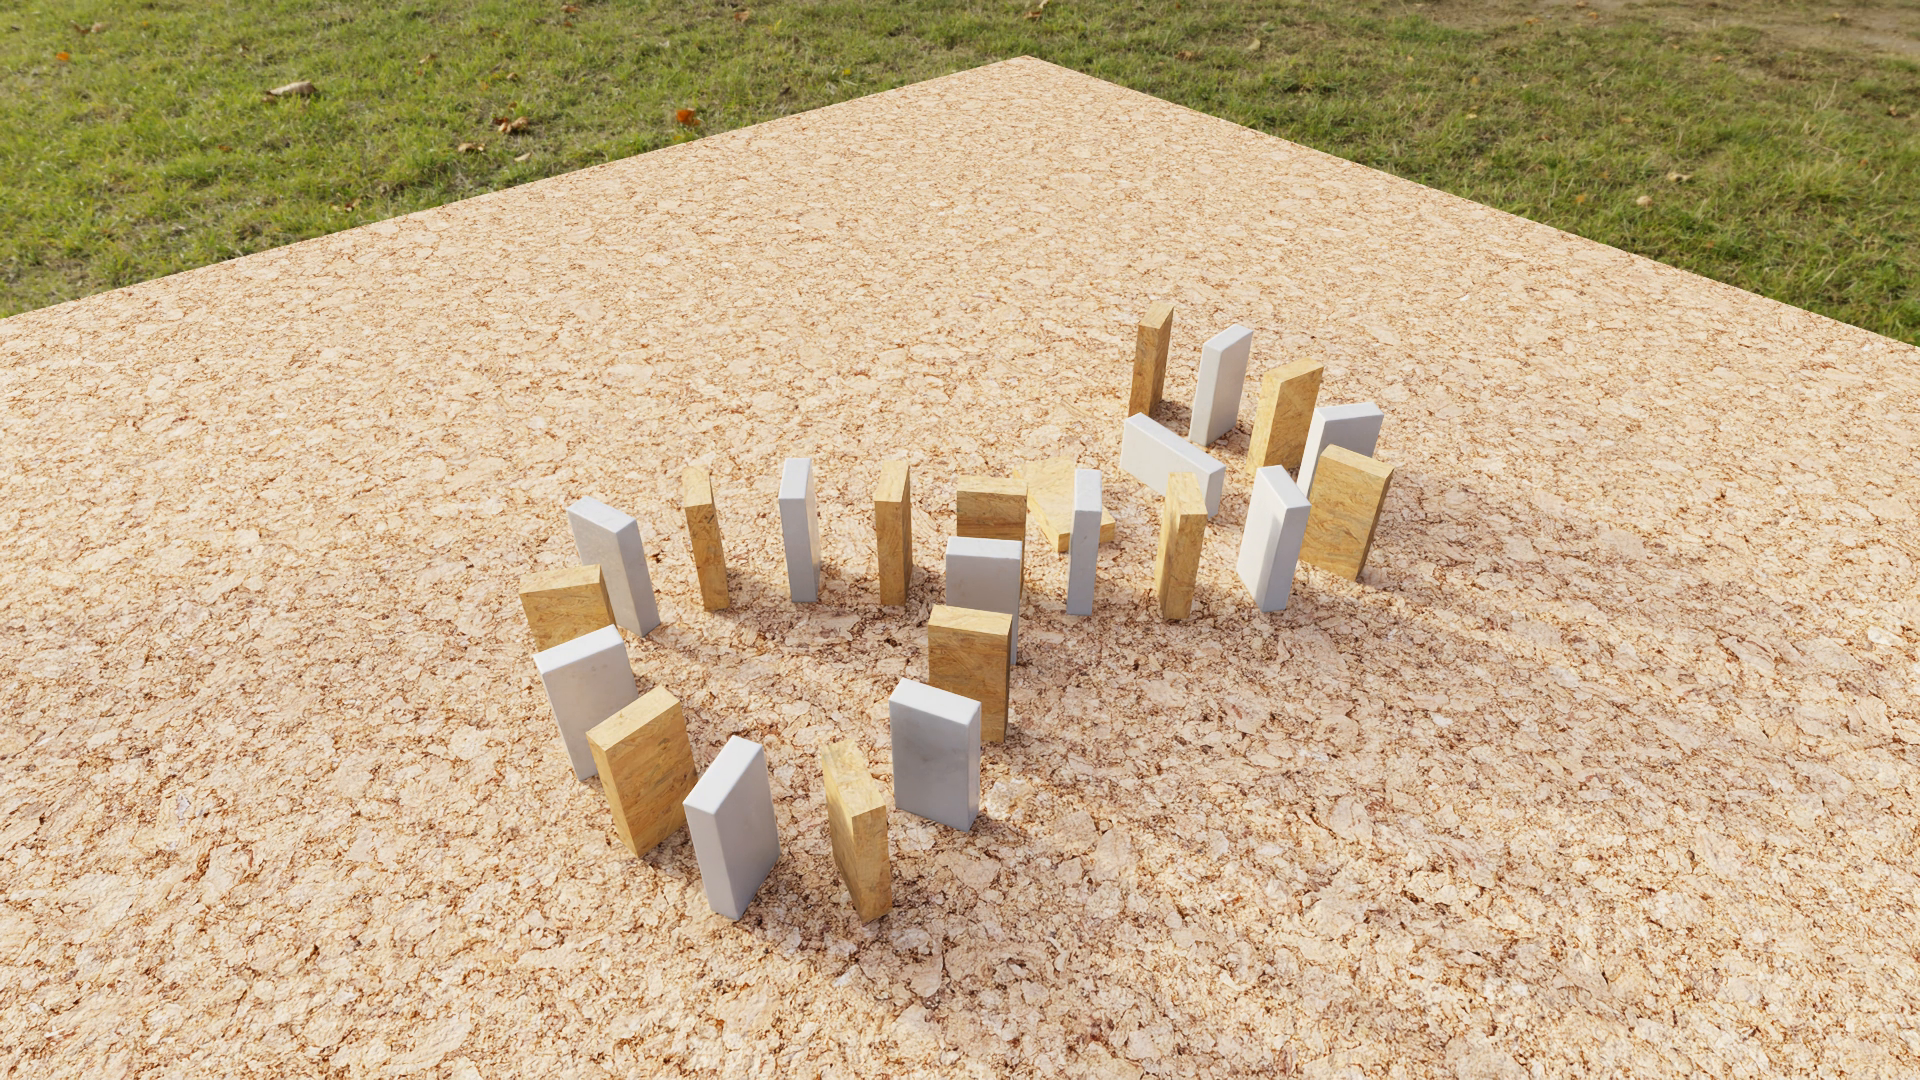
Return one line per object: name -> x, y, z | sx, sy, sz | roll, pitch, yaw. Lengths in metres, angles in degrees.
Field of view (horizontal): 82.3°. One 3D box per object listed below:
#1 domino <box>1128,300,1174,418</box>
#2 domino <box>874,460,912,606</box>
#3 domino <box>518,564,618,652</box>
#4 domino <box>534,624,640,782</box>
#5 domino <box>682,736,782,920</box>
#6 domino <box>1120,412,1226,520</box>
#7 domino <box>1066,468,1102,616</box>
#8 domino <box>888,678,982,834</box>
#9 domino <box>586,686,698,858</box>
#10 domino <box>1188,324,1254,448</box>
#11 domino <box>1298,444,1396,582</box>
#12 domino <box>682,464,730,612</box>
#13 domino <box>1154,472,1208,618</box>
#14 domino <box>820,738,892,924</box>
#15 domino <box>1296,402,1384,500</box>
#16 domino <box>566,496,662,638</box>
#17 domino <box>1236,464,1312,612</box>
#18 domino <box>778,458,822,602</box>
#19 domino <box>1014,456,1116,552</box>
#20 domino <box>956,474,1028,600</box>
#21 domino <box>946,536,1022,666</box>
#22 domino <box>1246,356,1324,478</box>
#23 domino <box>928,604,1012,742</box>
domino -> 0.089, -0.082, 0.512 | 0.009, 0.050, 0.025 | 16, 42, 18
domino -> -0.025, -0.002, 0.414 | 0.009, 0.050, 0.025 | 3, 39, 4
domino -> -0.130, 0.032, 0.373 | 0.025, 0.050, 0.009 | -8, 40, -10
domino -> -0.115, 0.052, 0.348 | 0.025, 0.050, 0.010 | -22, 44, -25
domino -> -0.063, 0.082, 0.311 | 0.010, 0.050, 0.025 | 15, 42, 17
domino -> 0.090, -0.032, 0.470 | 0.009, 0.025, 0.050 | -25, 46, -28
domino -> 0.046, 0.001, 0.410 | 0.009, 0.050, 0.025 | 3, 39, 4
domino -> -0.007, 0.066, 0.331 | 0.025, 0.050, 0.010 | 15, 42, 18
domino -> -0.092, 0.069, 0.327 | 0.009, 0.050, 0.025 | 30, 48, 32
domino -> 0.117, -0.069, 0.496 | 0.009, 0.050, 0.025 | 31, 49, 32
domino -> 0.147, -0.010, 0.424 | 0.025, 0.050, 0.009 | 25, 46, 28
domino -> -0.095, -0.001, 0.412 | 0.009, 0.050, 0.025 | -8, 40, -10
domino -> 0.081, 0.002, 0.409 | 0.009, 0.050, 0.025 | -1, 39, -1
domino -> -0.029, 0.083, 0.311 | 0.009, 0.050, 0.025 | -16, 42, -19
domino -> 0.154, -0.031, 0.450 | 0.025, 0.050, 0.010 | -7, 40, -9
domino -> -0.125, 0.010, 0.399 | 0.025, 0.050, 0.010 | 23, 44, 25
domino -> 0.117, 0.000, 0.411 | 0.010, 0.050, 0.025 | -8, 40, -9
domino -> -0.060, -0.003, 0.416 | 0.010, 0.050, 0.025 | -1, 39, -1
domino -> 0.043, -0.016, 0.463 | 0.025, 0.009, 0.050 | -12, 41, -15
domino -> 0.012, 0.000, 0.412 | 0.025, 0.050, 0.010 | 5, 40, 6
domino -> 0.008, 0.022, 0.385 | 0.025, 0.050, 0.009 | 4, 39, 5
domino -> 0.140, -0.052, 0.475 | 0.025, 0.050, 0.010 | -21, 44, -24
domino -> 0.003, 0.044, 0.358 | 0.025, 0.050, 0.010 | 7, 40, 9
